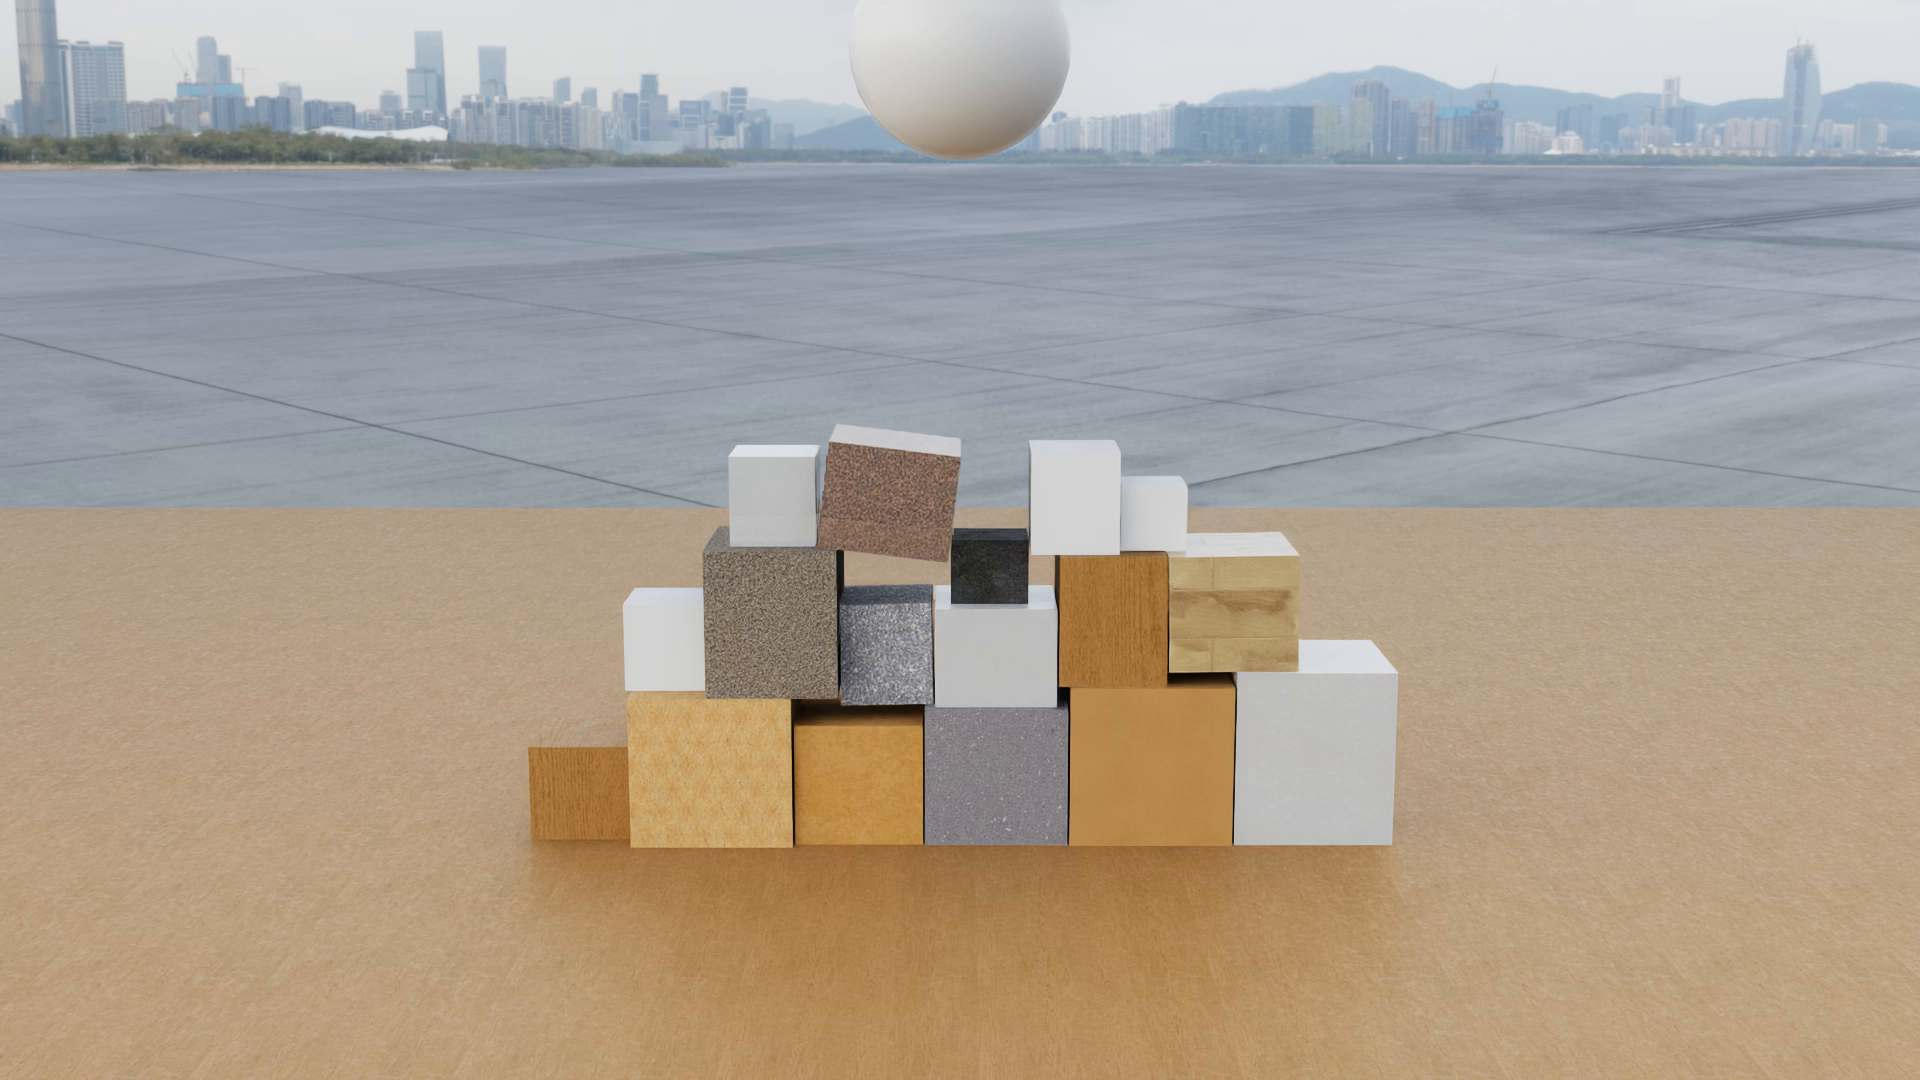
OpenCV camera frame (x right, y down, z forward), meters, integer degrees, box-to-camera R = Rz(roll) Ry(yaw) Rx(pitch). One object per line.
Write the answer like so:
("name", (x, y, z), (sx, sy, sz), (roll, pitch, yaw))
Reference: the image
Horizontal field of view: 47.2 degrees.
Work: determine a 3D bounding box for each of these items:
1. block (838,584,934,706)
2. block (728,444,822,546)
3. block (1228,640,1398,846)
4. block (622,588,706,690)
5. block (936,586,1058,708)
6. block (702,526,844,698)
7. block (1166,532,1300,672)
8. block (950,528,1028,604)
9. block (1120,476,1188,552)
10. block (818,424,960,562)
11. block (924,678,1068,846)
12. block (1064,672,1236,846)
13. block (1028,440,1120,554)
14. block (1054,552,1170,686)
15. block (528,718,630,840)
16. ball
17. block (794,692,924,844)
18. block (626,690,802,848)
("block", (-0.371, 0.533, 11.287), (0.464, 0.518, 0.488), (-1, 10, 0))
("block", (-0.931, -0.228, 11.120), (0.428, 0.451, 0.430), (0, 10, 0))
("block", (1.781, 1.035, 11.379), (0.799, 0.891, 0.737), (0, 10, 0))
("block", (-1.482, 0.505, 11.265), (0.413, 0.444, 0.424), (0, 10, 0))
("block", (0.181, 0.538, 11.280), (0.610, 0.502, 0.600), (0, 10, 0))
("block", (-0.937, 0.359, 11.229), (0.658, 0.743, 0.728), (0, 10, 0))
("block", (1.361, 0.311, 11.237), (0.645, 0.586, 0.653), (-1, 10, 0))
("block", (0.149, 0.130, 11.209), (0.391, 0.326, 0.345), (0, 10, 0))
("block", (0.965, -0.135, 11.160), (0.340, 0.328, 0.345), (0, 10, 0))
("block", (-0.351, -0.245, 11.150), (0.650, 0.532, 0.678), (7, 10, -1))
("block", (0.182, 1.134, 11.370), (0.718, 0.702, 0.685), (0, 10, 0))
("block", (0.961, 1.073, 11.386), (0.820, 0.815, 0.756), (0, 10, 0))
("block", (0.574, -0.220, 11.123), (0.441, 0.513, 0.459), (0, 10, 0))
("block", (0.765, 0.354, 11.234), (0.538, 0.656, 0.627), (0, 10, 0))
("block", (-1.923, 1.235, 11.423), (0.515, 0.484, 0.566), (0, 10, 0))
("ball", (0.000, -3.534, 15.777), (1.600, 1.600, 1.600), (0, 10, 0))
("block", (-0.509, 1.172, 11.395), (0.645, 0.616, 0.697), (0, 10, 0))
("block", (-1.248, 1.097, 11.387), (0.814, 0.767, 0.808), (0, 10, 0))
